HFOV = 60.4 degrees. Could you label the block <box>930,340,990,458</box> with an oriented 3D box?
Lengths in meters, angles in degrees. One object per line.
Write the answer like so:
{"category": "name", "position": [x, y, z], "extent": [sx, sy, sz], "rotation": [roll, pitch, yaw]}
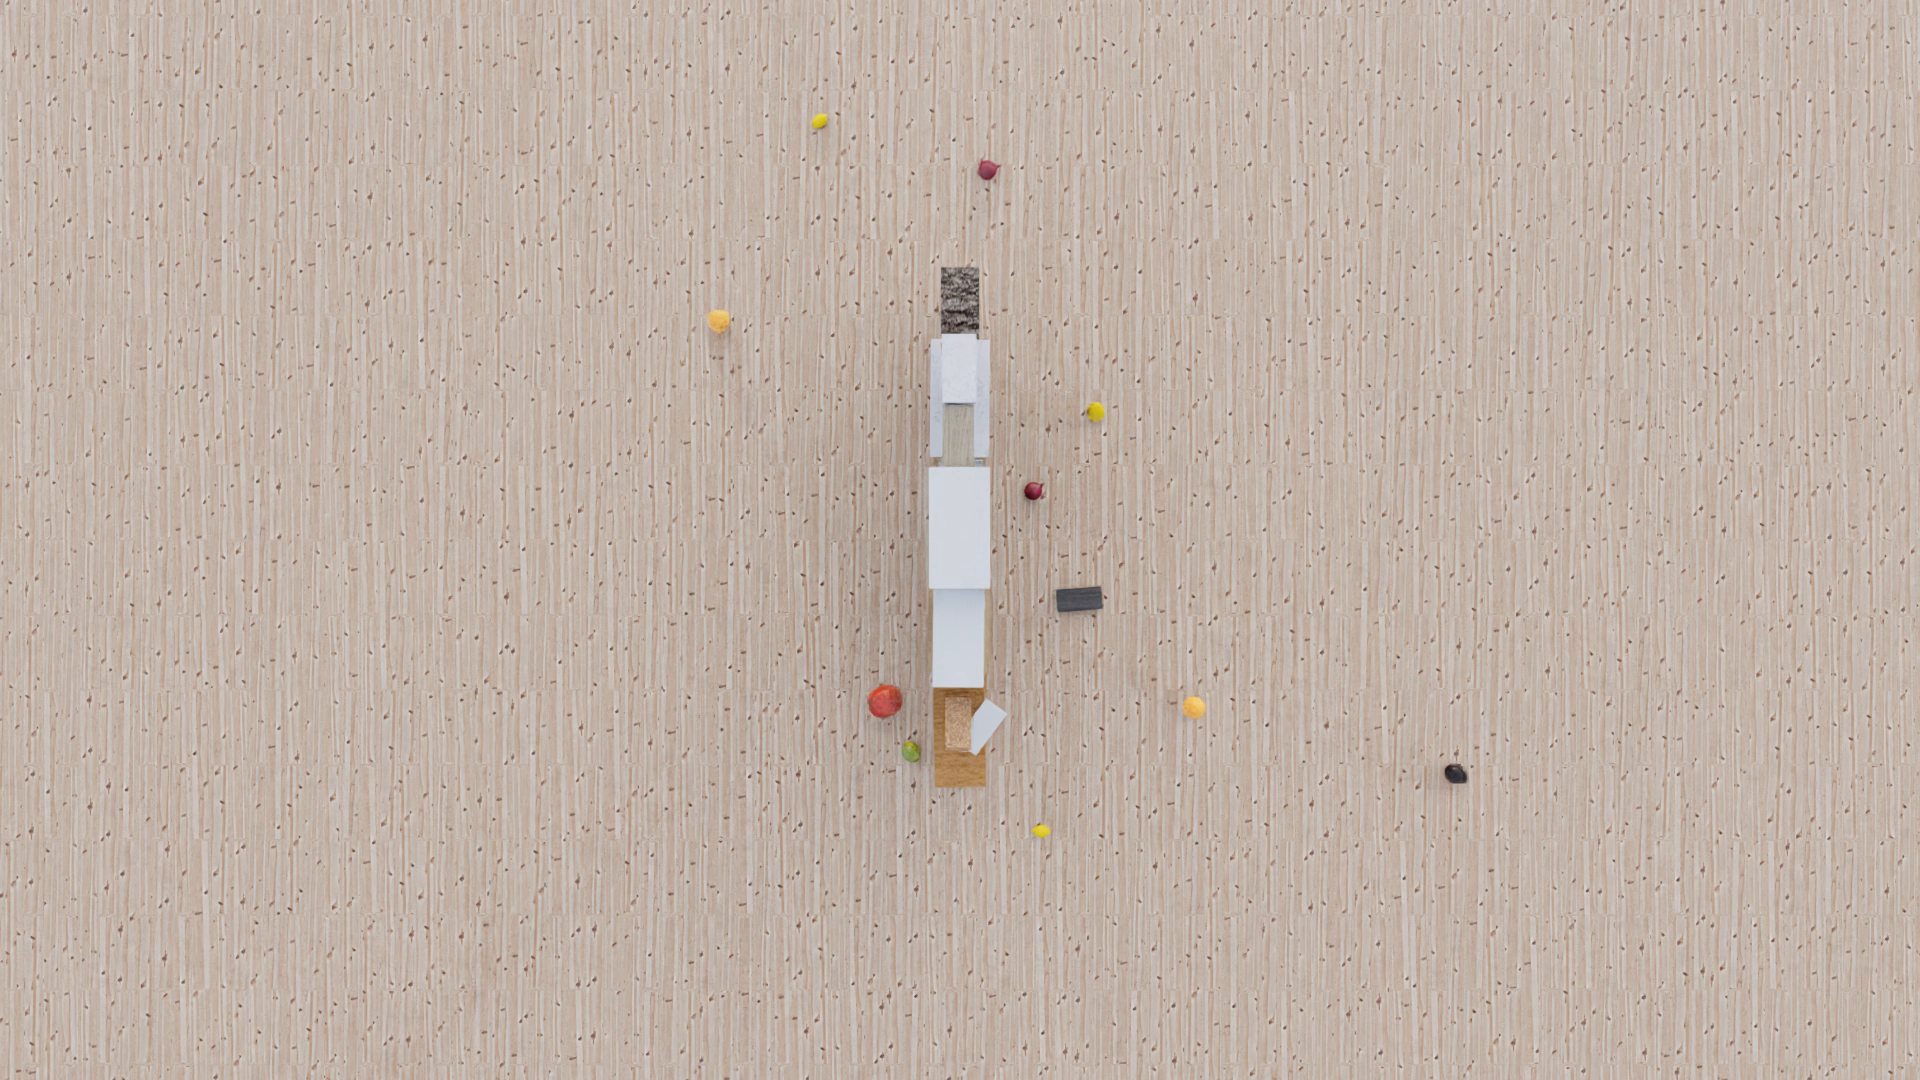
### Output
{"category": "block", "position": [0.000, -0.408, 4.766], "extent": [0.169, 0.048, 0.338], "rotation": [1, 90, 0]}

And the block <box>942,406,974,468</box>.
{"category": "block", "position": [-0.005, -0.284, 4.554], "extent": [0.088, 0.025, 0.176], "rotation": [0, 90, 0]}

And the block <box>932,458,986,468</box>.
{"category": "block", "position": [-0.002, -0.235, 5.150], "extent": [0.163, 0.046, 0.327], "rotation": [0, 90, 0]}

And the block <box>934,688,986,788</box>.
{"category": "block", "position": [-0.001, 0.570, 4.819], "extent": [0.149, 0.042, 0.299], "rotation": [-1, 90, 0]}

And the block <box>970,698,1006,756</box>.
{"category": "block", "position": [0.061, 0.542, 4.787], "extent": [0.075, 0.021, 0.150], "rotation": [37, 90, 0]}

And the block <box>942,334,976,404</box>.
{"category": "block", "position": [-0.002, -0.471, 4.539], "extent": [0.095, 0.027, 0.189], "rotation": [0, 90, 0]}

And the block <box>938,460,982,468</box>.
{"category": "block", "position": [0.007, -0.103, 4.847], "extent": [0.130, 0.037, 0.260], "rotation": [-3, 89, 0]}

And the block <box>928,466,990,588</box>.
{"category": "block", "position": [-0.001, -0.032, 4.393], "extent": [0.161, 0.046, 0.322], "rotation": [0, 90, 0]}

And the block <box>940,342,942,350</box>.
{"category": "block", "position": [-0.006, -0.538, 4.647], "extent": [0.095, 0.189, 0.027], "rotation": [-7, 90, 0]}

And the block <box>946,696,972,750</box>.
{"category": "block", "position": [-0.004, 0.527, 4.757], "extent": [0.075, 0.021, 0.150], "rotation": [0, 66, 0]}

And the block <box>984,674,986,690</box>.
{"category": "block", "position": [0.004, 0.494, 5.164], "extent": [0.157, 0.044, 0.314], "rotation": [0, 90, 0]}

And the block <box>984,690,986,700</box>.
{"category": "block", "position": [0.000, 0.456, 4.991], "extent": [0.149, 0.299, 0.042], "rotation": [0, 96, 0]}

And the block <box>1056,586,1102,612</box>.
{"category": "block", "position": [0.397, 0.197, 5.489], "extent": [0.150, 0.021, 0.075], "rotation": [-4, 90, 0]}

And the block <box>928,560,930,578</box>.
{"category": "block", "position": [-0.003, 0.078, 4.577], "extent": [0.161, 0.322, 0.046], "rotation": [0, 90, 0]}

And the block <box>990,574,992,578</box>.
{"category": "block", "position": [0.001, 0.098, 4.986], "extent": [0.176, 0.395, 0.050], "rotation": [-7, 90, 0]}

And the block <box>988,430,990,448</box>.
{"category": "block", "position": [0.000, -0.294, 4.958], "extent": [0.169, 0.337, 0.048], "rotation": [0, 90, 0]}

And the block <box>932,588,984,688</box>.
{"category": "block", "position": [-0.004, 0.260, 4.446], "extent": [0.136, 0.039, 0.272], "rotation": [0, 90, 0]}

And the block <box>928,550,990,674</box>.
{"category": "block", "position": [-0.003, 0.207, 4.764], "extent": [0.176, 0.050, 0.353], "rotation": [0, 90, 0]}

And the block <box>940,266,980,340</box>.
{"category": "block", "position": [0.000, -0.705, 4.969], "extent": [0.116, 0.033, 0.231], "rotation": [0, 90, 0]}
